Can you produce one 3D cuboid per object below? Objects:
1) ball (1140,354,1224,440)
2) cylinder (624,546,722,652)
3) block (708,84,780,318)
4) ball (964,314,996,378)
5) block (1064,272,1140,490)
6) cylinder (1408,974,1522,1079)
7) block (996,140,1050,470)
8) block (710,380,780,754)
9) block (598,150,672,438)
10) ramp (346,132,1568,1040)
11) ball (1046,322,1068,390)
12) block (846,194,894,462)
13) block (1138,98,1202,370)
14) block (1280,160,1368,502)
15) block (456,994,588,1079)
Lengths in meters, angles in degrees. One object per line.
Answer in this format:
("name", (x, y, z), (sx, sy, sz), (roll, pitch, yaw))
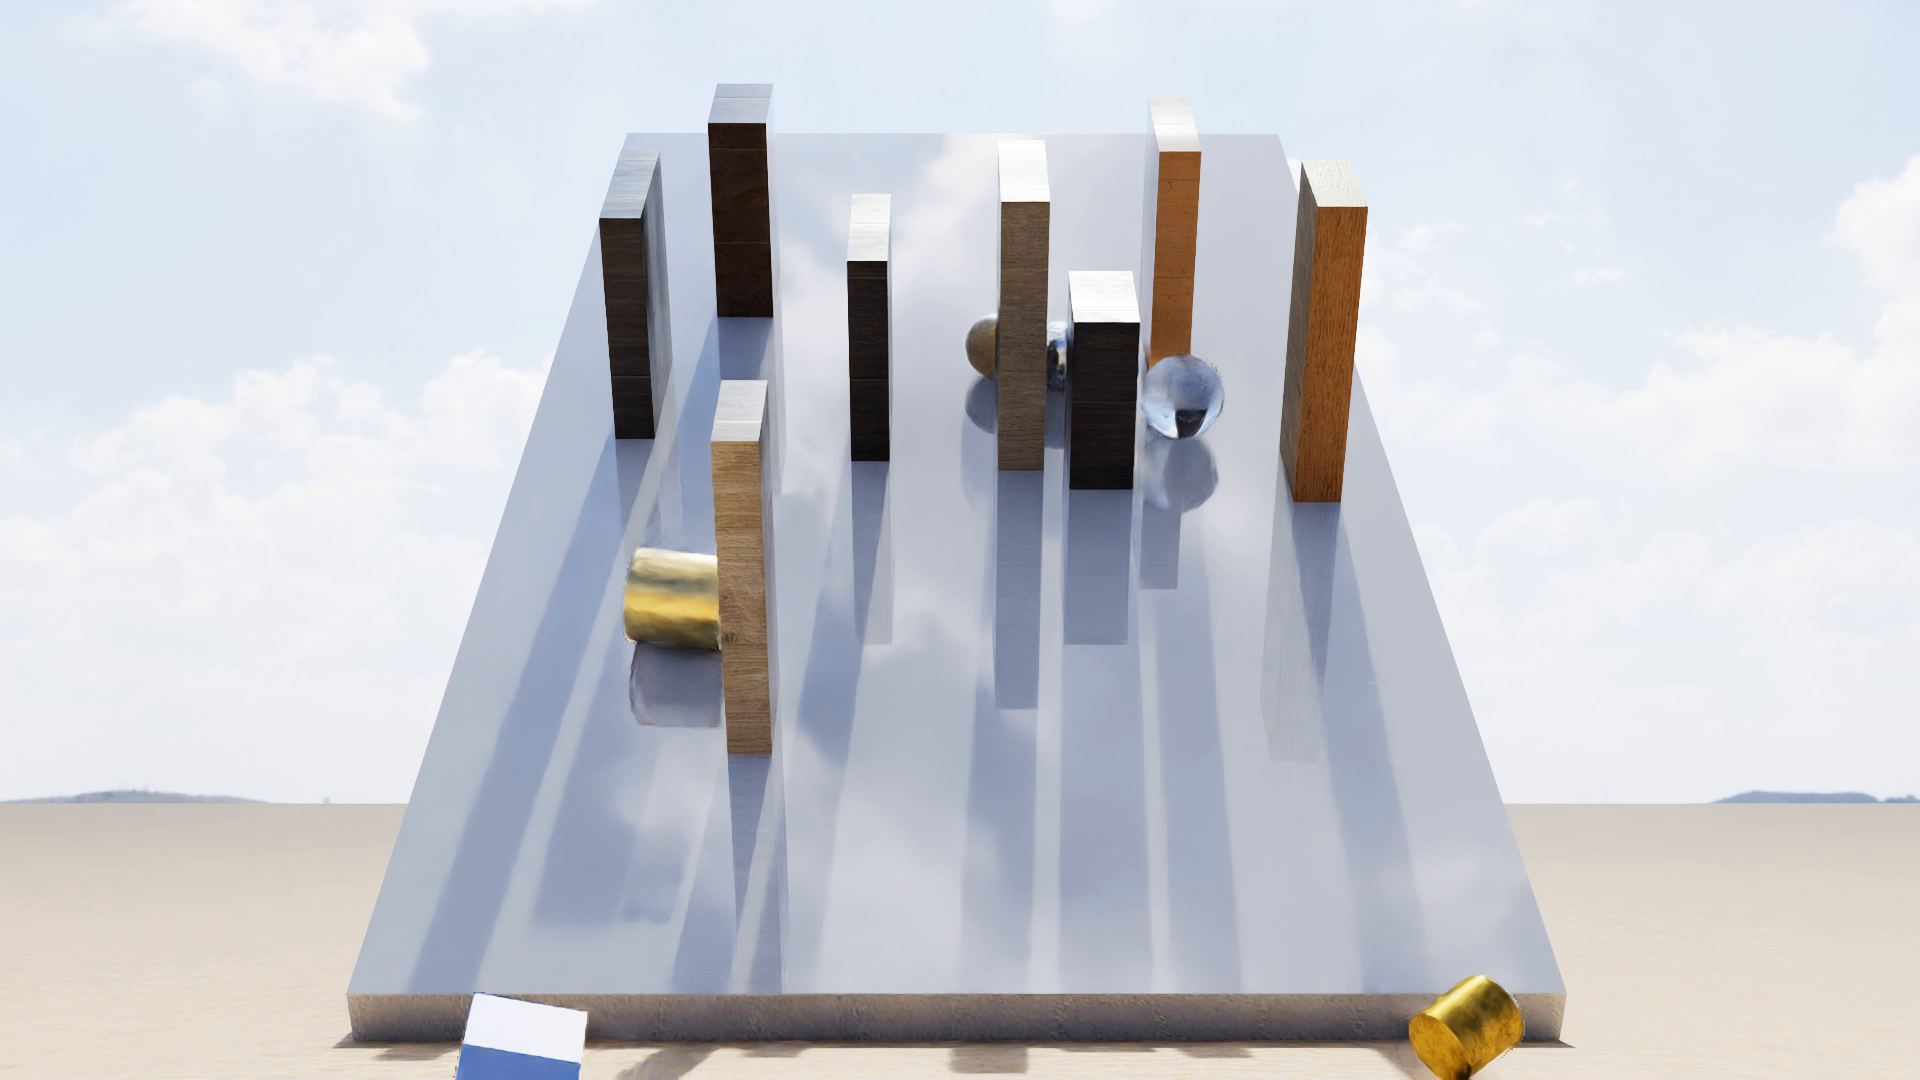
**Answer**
("ball", (0.518, -0.335, 5.633), (0.198, 0.198, 0.198), (0, -6, 0))
("cylinder", (-0.556, 0.119, 4.838), (0.189, 0.189, 0.189), (7, -5, 7))
("block", (-0.555, -0.878, 6.240), (0.145, 0.528, 0.293), (0, 30, 0))
("ball", (0.090, -0.477, 5.919), (0.157, 0.157, 0.157), (0, -6, 0))
("block", (0.318, -0.362, 5.462), (0.143, 0.415, 0.274), (0, 30, 0))
("cylinder", (0.699, 0.676, 3.335), (0.109, 0.109, 0.109), (-28, 9, -29))
("block", (0.139, -0.537, 5.521), (0.105, 0.657, 0.372), (0, 30, 0))
("block", (-0.395, 0.055, 4.481), (0.084, 0.664, 0.242), (0, 30, 0))
("block", (-0.760, -0.583, 5.700), (0.092, 0.554, 0.427), (0, 30, 0))
("ramp", (-0.013, -0.211, 5.713), (2.000, 0.100, 4.000), (0, 30, 0))
("ball", (0.242, -0.448, 5.862), (0.165, 0.165, 0.165), (0, -6, 0))
("block", (-0.206, -0.495, 5.605), (0.089, 0.500, 0.389), (0, 30, 0))
("block", (0.513, -0.741, 5.940), (0.098, 0.596, 0.371), (0, 30, 0))
("block", (0.799, -0.458, 5.339), (0.106, 0.707, 0.271), (0, 30, 0))
("block", (-0.432, 0.526, 2.351), (0.112, 0.112, 0.112), (11, 12, -8))
